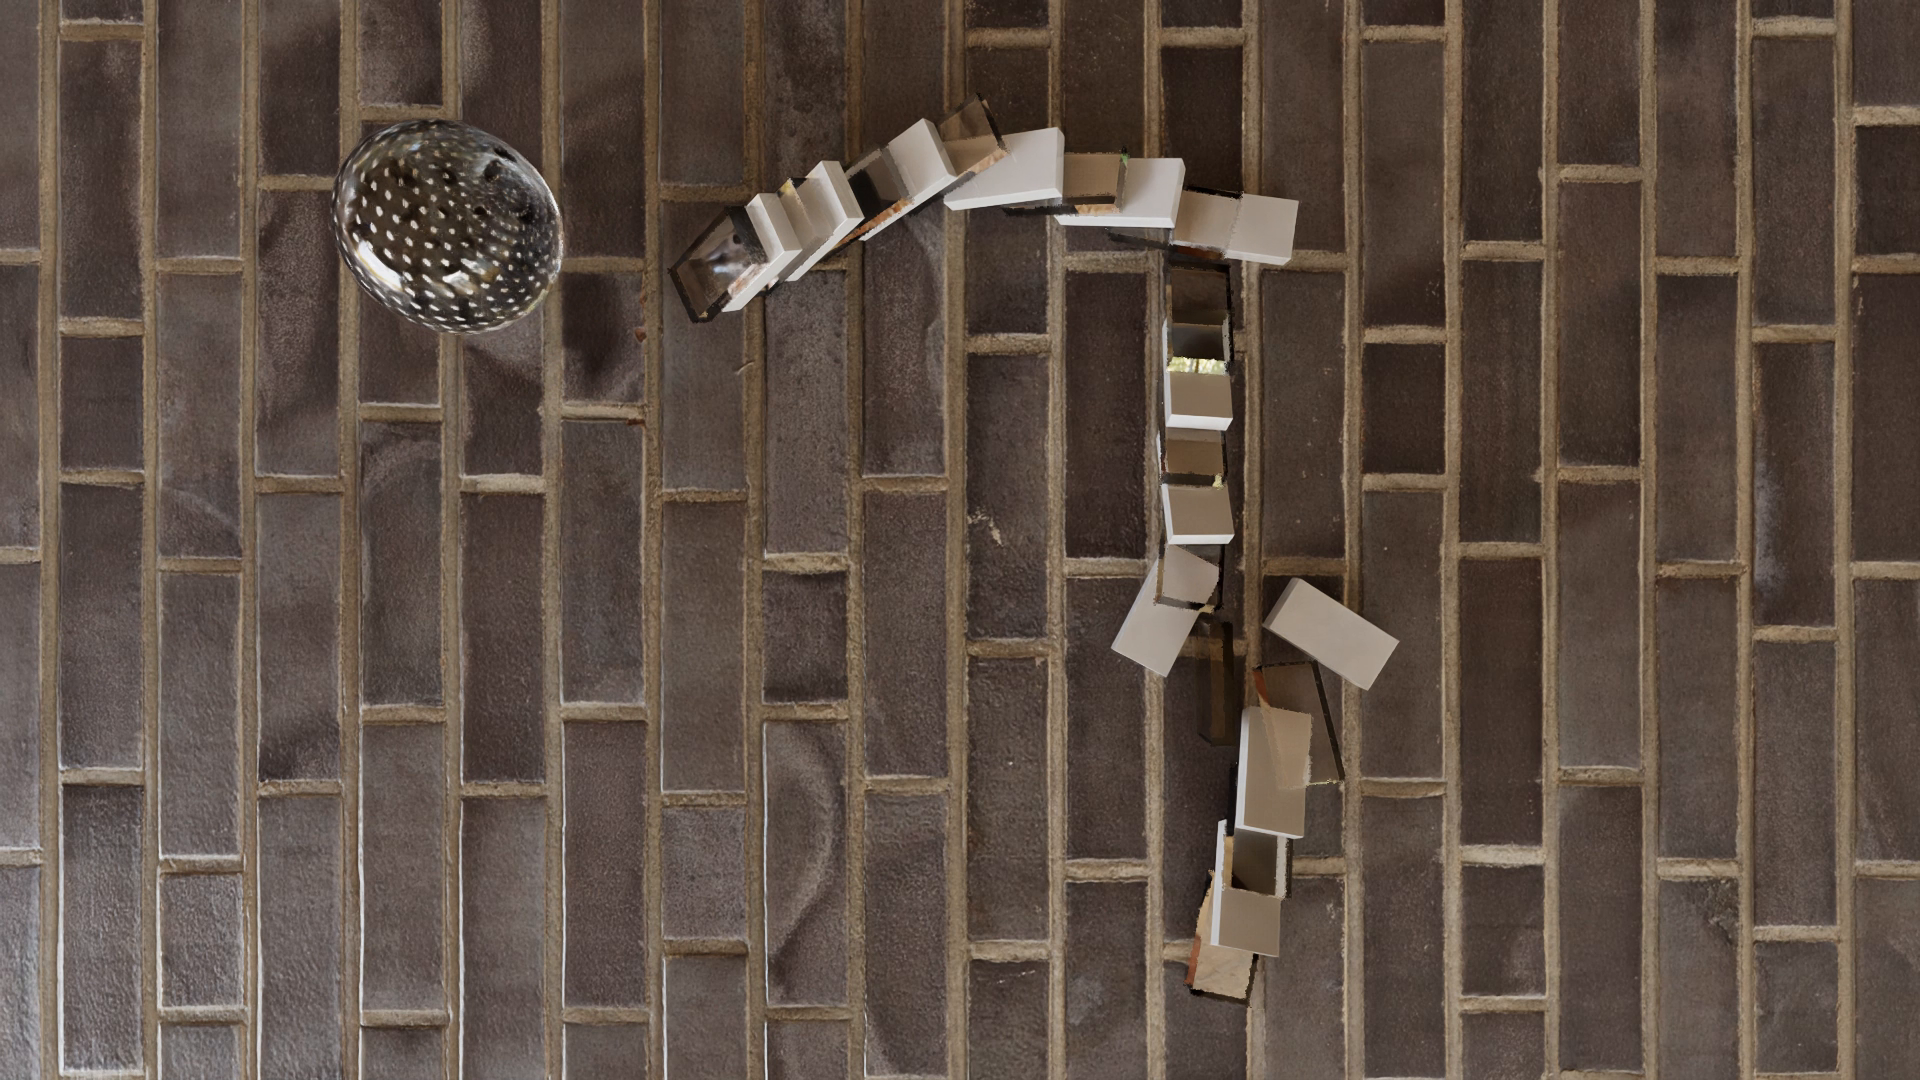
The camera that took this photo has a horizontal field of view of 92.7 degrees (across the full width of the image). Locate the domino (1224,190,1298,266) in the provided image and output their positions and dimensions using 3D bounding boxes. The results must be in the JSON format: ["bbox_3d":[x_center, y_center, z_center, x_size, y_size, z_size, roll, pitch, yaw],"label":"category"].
[{"bbox_3d":[0.118,-0.136,0.395,0.050,0.009,0.025,8,90,0],"label":"domino"}]

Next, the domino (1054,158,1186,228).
[{"bbox_3d":[0.067,-0.146,0.385,0.050,0.010,0.025,10,89,24],"label":"domino"}]

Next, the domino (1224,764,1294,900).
[{"bbox_3d":[0.126,0.122,0.386,0.025,0.009,0.050,11,67,0],"label":"domino"}]

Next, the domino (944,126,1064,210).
[{"bbox_3d":[0.018,-0.156,0.386,0.050,0.009,0.025,2,90,24],"label":"domino"}]

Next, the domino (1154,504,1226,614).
[{"bbox_3d":[0.098,0.004,0.386,0.025,0.009,0.050,10,67,-1],"label":"domino"}]

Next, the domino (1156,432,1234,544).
[{"bbox_3d":[0.098,-0.023,0.386,0.025,0.009,0.050,-1,67,-1],"label":"domino"}]

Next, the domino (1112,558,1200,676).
[{"bbox_3d":[0.088,0.031,0.395,0.025,0.009,0.050,27,90,0],"label":"domino"}]

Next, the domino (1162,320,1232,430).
[{"bbox_3d":[0.099,-0.071,0.385,0.025,0.010,0.050,4,66,0],"label":"domino"}]

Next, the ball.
[{"bbox_3d":[-0.199,-0.122,0.360,0.080,0.080,0.080,0,90,0],"label":"ball"}]

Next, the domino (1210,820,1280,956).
[{"bbox_3d":[0.121,0.146,0.386,0.025,0.010,0.050,11,67,0],"label":"domino"}]

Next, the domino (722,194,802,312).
[{"bbox_3d":[-0.088,-0.118,0.380,0.050,0.010,0.025,-25,90,43],"label":"domino"}]

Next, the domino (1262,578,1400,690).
[{"bbox_3d":[0.160,0.040,0.395,0.050,0.009,0.025,32,90,0],"label":"domino"}]

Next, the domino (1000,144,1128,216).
[{"bbox_3d":[0.043,-0.151,0.385,0.050,0.009,0.025,7,89,24],"label":"domino"}]

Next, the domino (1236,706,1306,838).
[{"bbox_3d":[0.131,0.097,0.386,0.025,0.010,0.050,11,67,0],"label":"domino"}]

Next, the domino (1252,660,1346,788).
[{"bbox_3d":[0.142,0.077,0.385,0.025,0.009,0.050,-4,68,-6],"label":"domino"}]

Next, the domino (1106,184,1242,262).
[{"bbox_3d":[0.090,-0.136,0.386,0.050,0.009,0.025,18,92,21],"label":"domino"}]

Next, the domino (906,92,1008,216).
[{"bbox_3d":[-0.007,-0.161,0.384,0.050,0.010,0.025,-24,87,27],"label":"domino"}]

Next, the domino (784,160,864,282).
[{"bbox_3d":[-0.063,-0.131,0.380,0.050,0.010,0.025,-25,90,43],"label":"domino"}]

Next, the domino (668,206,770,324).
[{"bbox_3d":[-0.101,-0.113,0.380,0.050,0.010,0.025,-25,90,43],"label":"domino"}]

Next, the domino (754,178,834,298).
[{"bbox_3d":[-0.075,-0.124,0.380,0.050,0.010,0.025,-25,90,43],"label":"domino"}]

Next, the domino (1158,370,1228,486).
[{"bbox_3d":[0.097,-0.047,0.385,0.025,0.010,0.050,3,66,0],"label":"domino"}]

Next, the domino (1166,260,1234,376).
[{"bbox_3d":[0.100,-0.094,0.385,0.025,0.009,0.050,5,66,0],"label":"domino"}]

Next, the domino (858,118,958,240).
[{"bbox_3d":[-0.028,-0.150,0.384,0.050,0.009,0.025,-24,90,27],"label":"domino"}]

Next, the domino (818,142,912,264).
[{"bbox_3d":[-0.047,-0.141,0.384,0.050,0.010,0.025,-25,90,27],"label":"domino"}]

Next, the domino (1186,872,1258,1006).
[{"bbox_3d":[0.116,0.171,0.395,0.025,0.009,0.050,11,90,0],"label":"domino"}]

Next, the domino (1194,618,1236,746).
[{"bbox_3d":[0.108,0.059,0.388,0.009,0.025,0.050,-1,90,0],"label":"domino"}]
